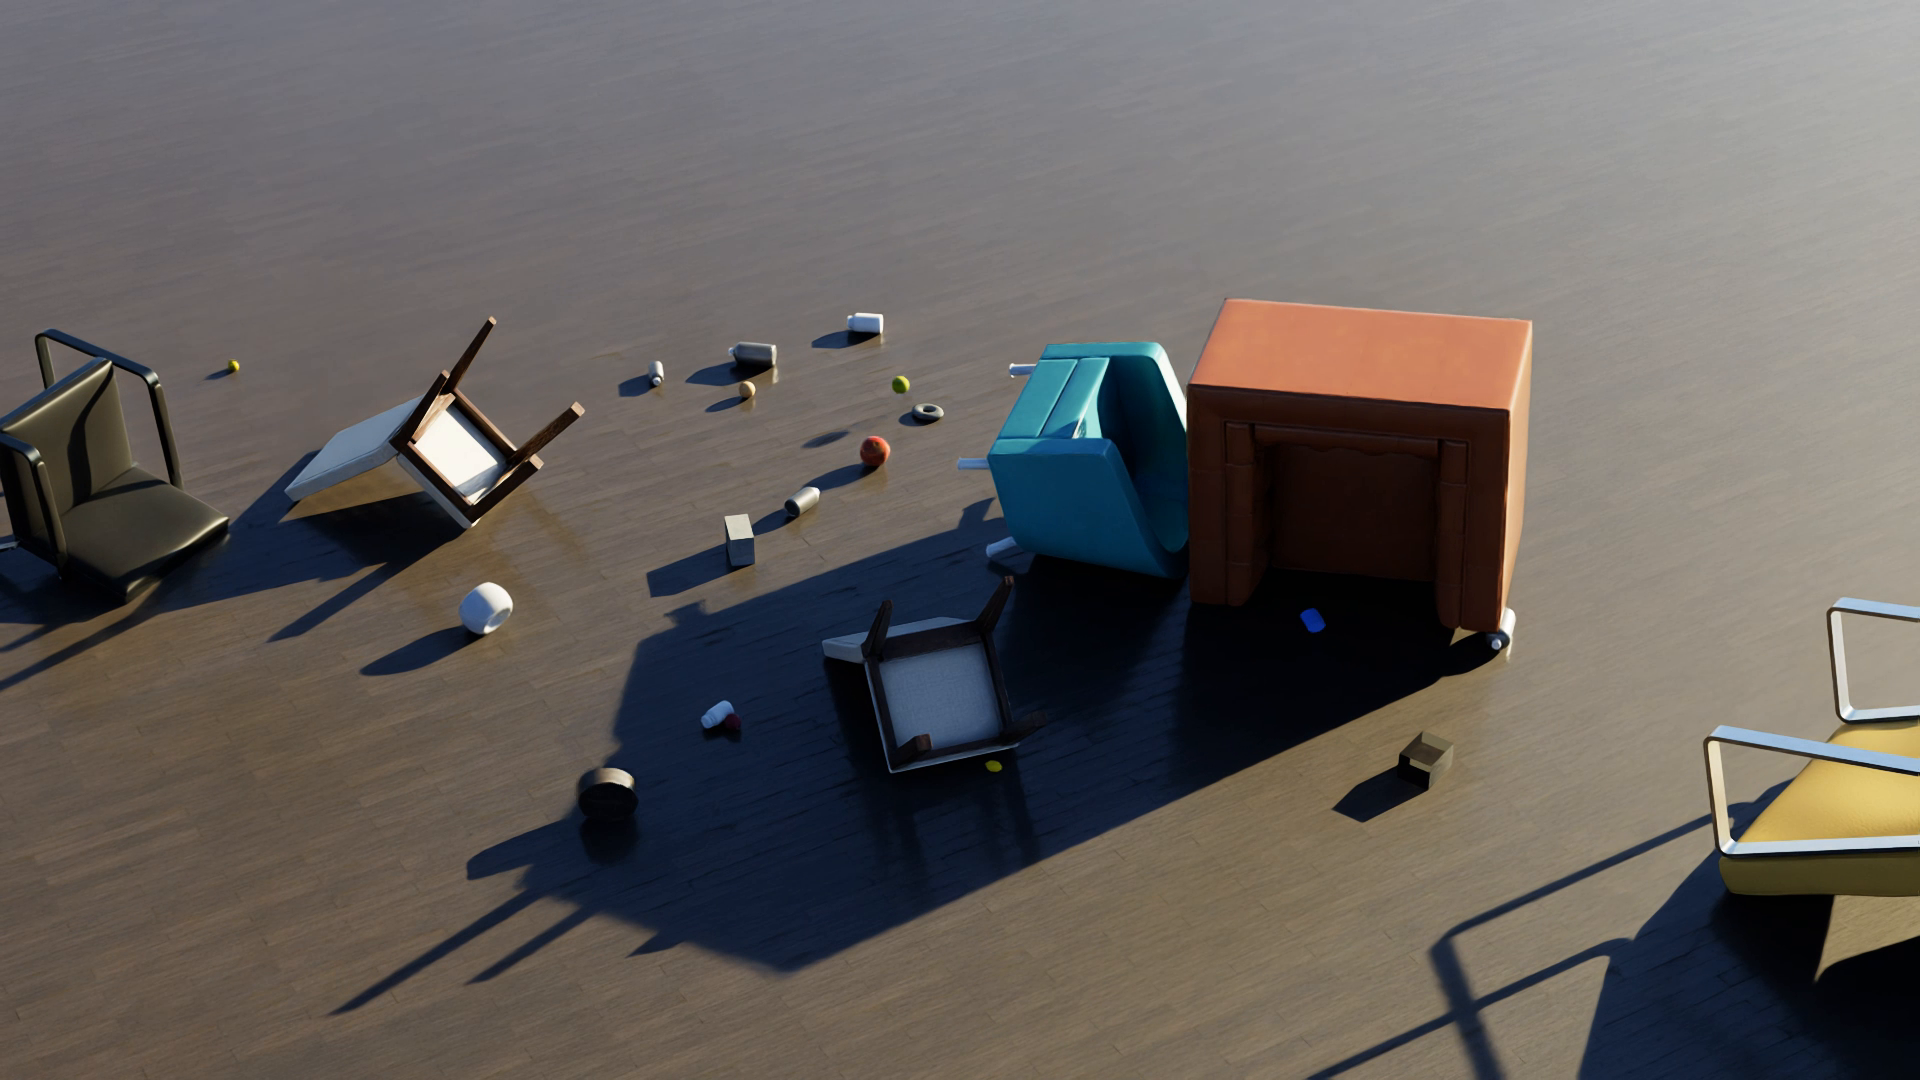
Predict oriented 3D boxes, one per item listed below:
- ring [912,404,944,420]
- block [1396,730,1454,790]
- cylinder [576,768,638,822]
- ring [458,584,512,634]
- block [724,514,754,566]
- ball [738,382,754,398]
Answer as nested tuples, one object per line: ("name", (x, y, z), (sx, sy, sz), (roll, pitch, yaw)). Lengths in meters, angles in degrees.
("ring", (-0.129, -0.510, 11.693), (0.130, 0.029, 0.102), (13, 35, 18))
("block", (1.547, 0.732, 9.744), (0.118, 0.098, 0.157), (22, 39, 30))
("cylinder", (-1.147, 0.828, 9.539), (0.194, 0.161, 0.081), (8, 31, -17))
("ring", (-1.688, 0.245, 10.432), (0.128, 0.155, 0.190), (42, 69, 17))
("block", (-0.814, 0.000, 10.839), (0.086, 0.116, 0.161), (-7, 34, -10))
("ball", (-0.858, -0.605, 11.802), (0.066, 0.066, 0.066), (0, 33, 0))
